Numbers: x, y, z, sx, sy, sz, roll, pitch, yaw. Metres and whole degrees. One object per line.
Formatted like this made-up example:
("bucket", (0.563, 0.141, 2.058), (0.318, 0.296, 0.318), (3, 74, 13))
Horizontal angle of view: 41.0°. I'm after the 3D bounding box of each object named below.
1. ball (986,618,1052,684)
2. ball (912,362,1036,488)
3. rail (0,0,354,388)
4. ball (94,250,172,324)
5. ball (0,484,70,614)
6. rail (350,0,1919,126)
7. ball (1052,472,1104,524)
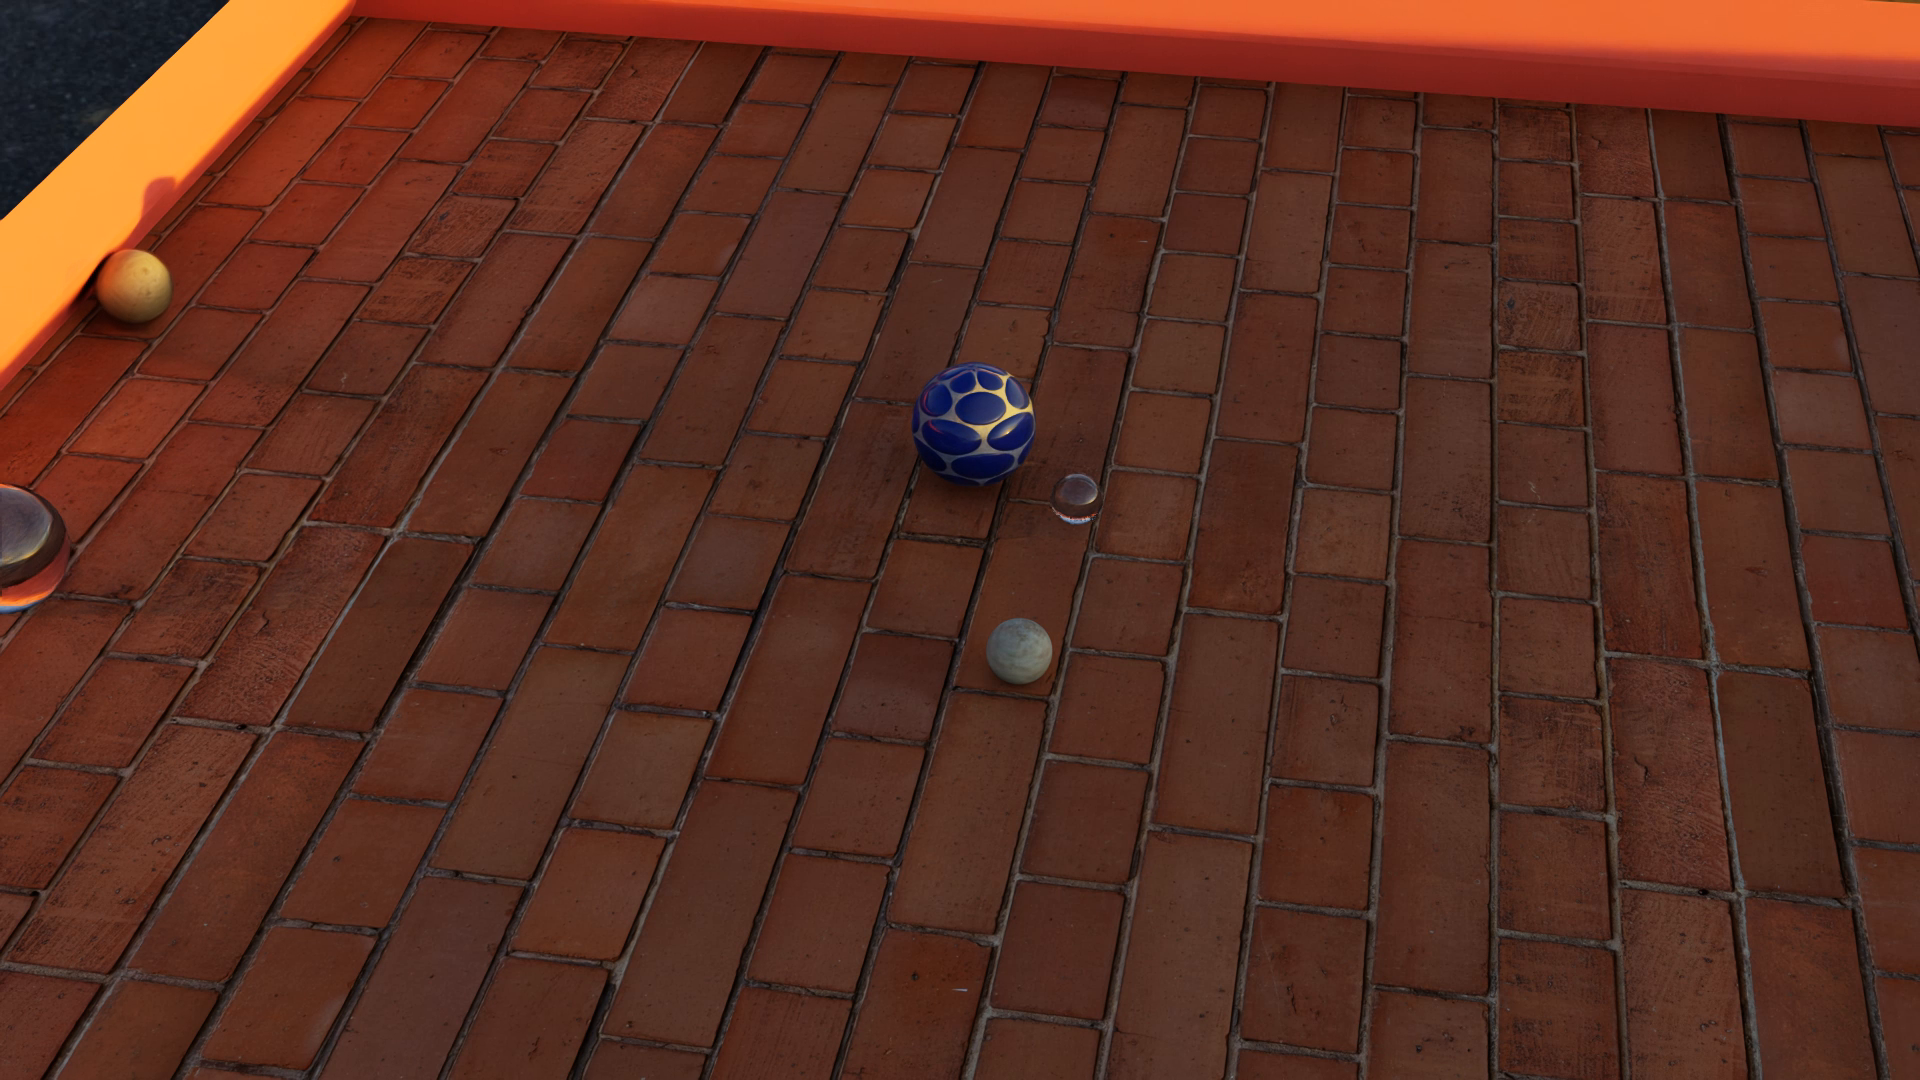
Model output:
("ball", (0.042, 0.080, 1.834), (0.048, 0.048, 0.048), (0, 34, 0))
("ball", (0.011, -0.092, 2.038), (0.099, 0.099, 0.099), (0, 34, 0))
("rail", (-0.816, -0.105, 2.029), (0.045, 0.129, 1.897), (6, 35, 8))
("ball", (-0.728, -0.223, 2.260), (0.065, 0.065, 0.065), (0, 34, 0))
("ball", (-0.709, 0.007, 1.897), (0.097, 0.097, 0.097), (0, 34, 0))
("rail", (0.997, -0.458, 2.544), (3.406, 0.129, 0.045), (6, 35, 8))
("ball", (0.091, -0.032, 2.004), (0.041, 0.041, 0.041), (0, 34, 0))
